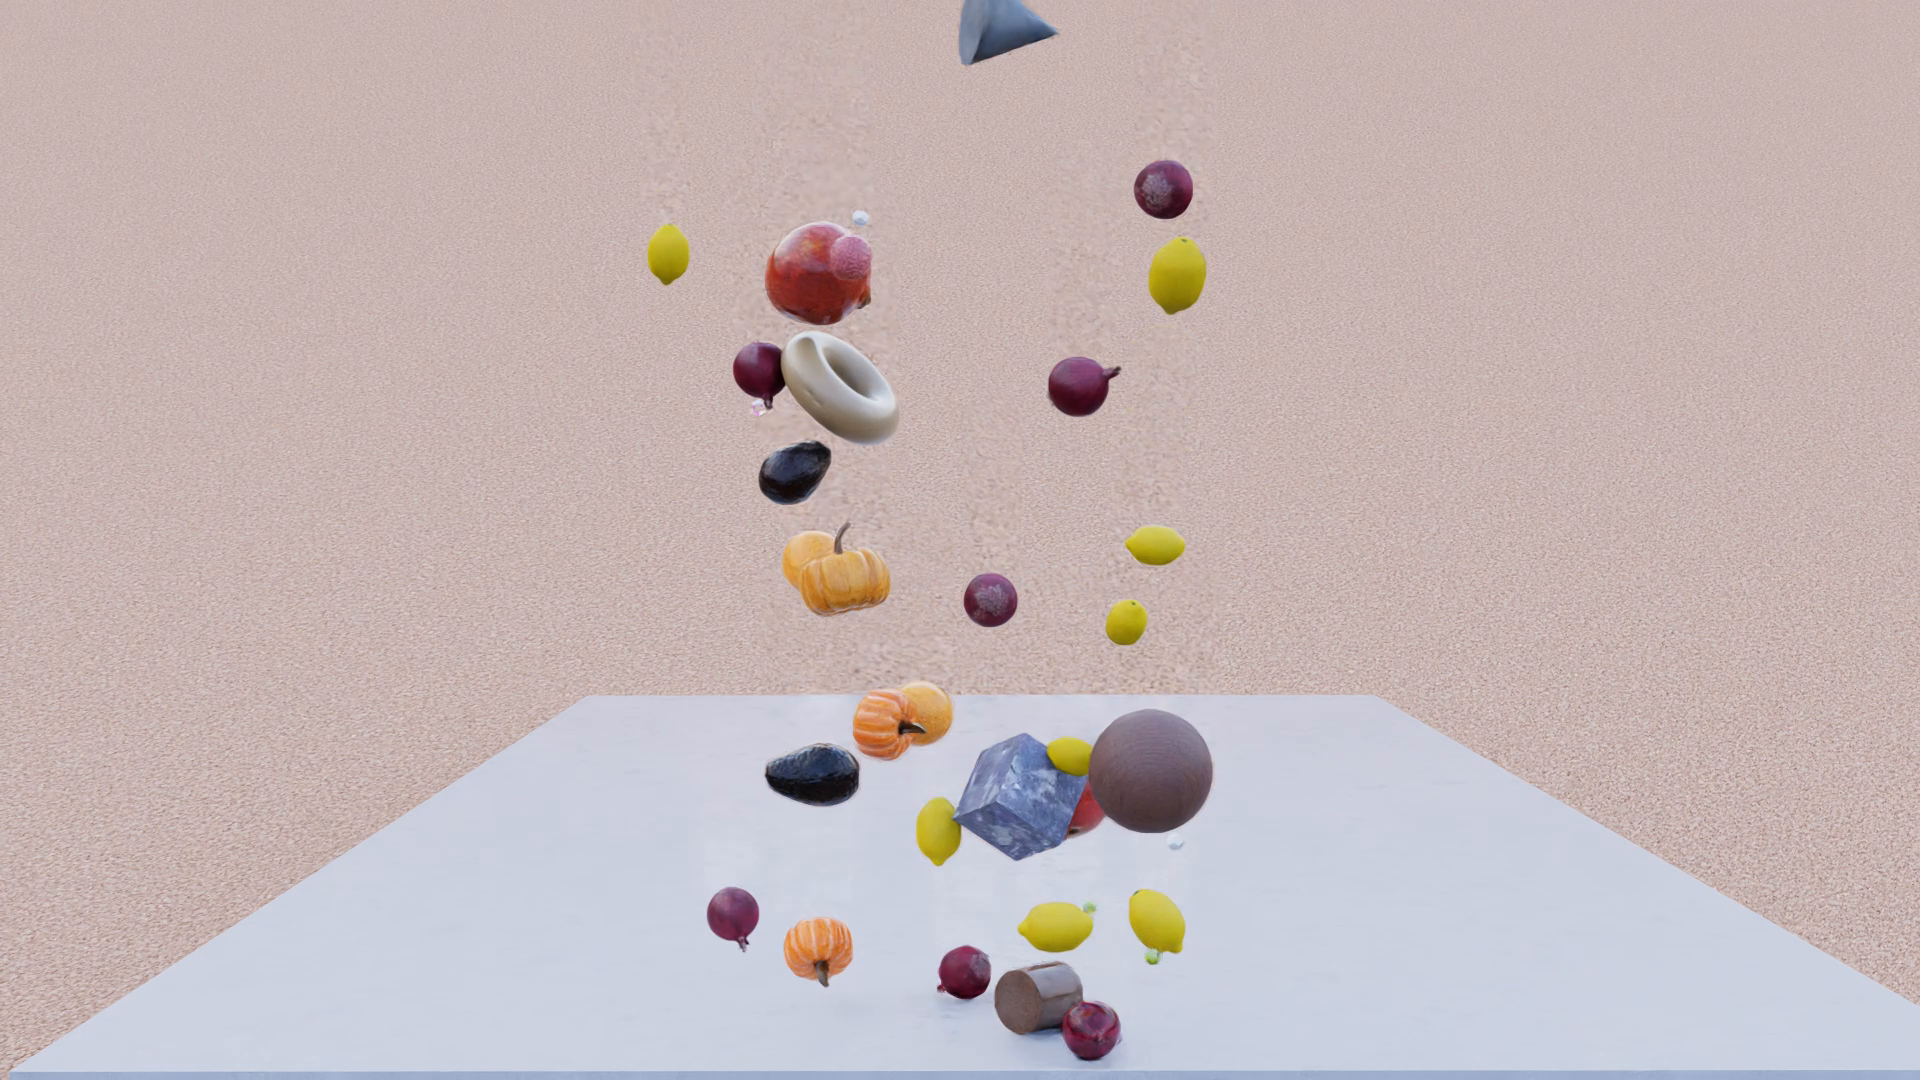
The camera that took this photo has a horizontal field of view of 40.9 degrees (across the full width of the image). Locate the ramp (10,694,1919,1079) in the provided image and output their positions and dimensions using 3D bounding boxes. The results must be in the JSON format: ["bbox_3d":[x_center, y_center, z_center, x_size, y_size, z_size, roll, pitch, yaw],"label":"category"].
[{"bbox_3d":[0.056,0.510,4.552,2.000,0.100,4.000,0,2,0],"label":"ramp"}]

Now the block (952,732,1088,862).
[{"bbox_3d":[0.065,0.277,2.779,0.089,0.089,0.089,-30,30,53],"label":"block"}]

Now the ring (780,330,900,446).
[{"bbox_3d":[-0.127,-0.161,2.725,0.148,0.049,0.148,36,23,-18],"label":"ring"}]

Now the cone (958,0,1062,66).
[{"bbox_3d":[0.048,-0.434,2.174,0.079,0.079,0.079,6,23,-16],"label":"cone"}]
